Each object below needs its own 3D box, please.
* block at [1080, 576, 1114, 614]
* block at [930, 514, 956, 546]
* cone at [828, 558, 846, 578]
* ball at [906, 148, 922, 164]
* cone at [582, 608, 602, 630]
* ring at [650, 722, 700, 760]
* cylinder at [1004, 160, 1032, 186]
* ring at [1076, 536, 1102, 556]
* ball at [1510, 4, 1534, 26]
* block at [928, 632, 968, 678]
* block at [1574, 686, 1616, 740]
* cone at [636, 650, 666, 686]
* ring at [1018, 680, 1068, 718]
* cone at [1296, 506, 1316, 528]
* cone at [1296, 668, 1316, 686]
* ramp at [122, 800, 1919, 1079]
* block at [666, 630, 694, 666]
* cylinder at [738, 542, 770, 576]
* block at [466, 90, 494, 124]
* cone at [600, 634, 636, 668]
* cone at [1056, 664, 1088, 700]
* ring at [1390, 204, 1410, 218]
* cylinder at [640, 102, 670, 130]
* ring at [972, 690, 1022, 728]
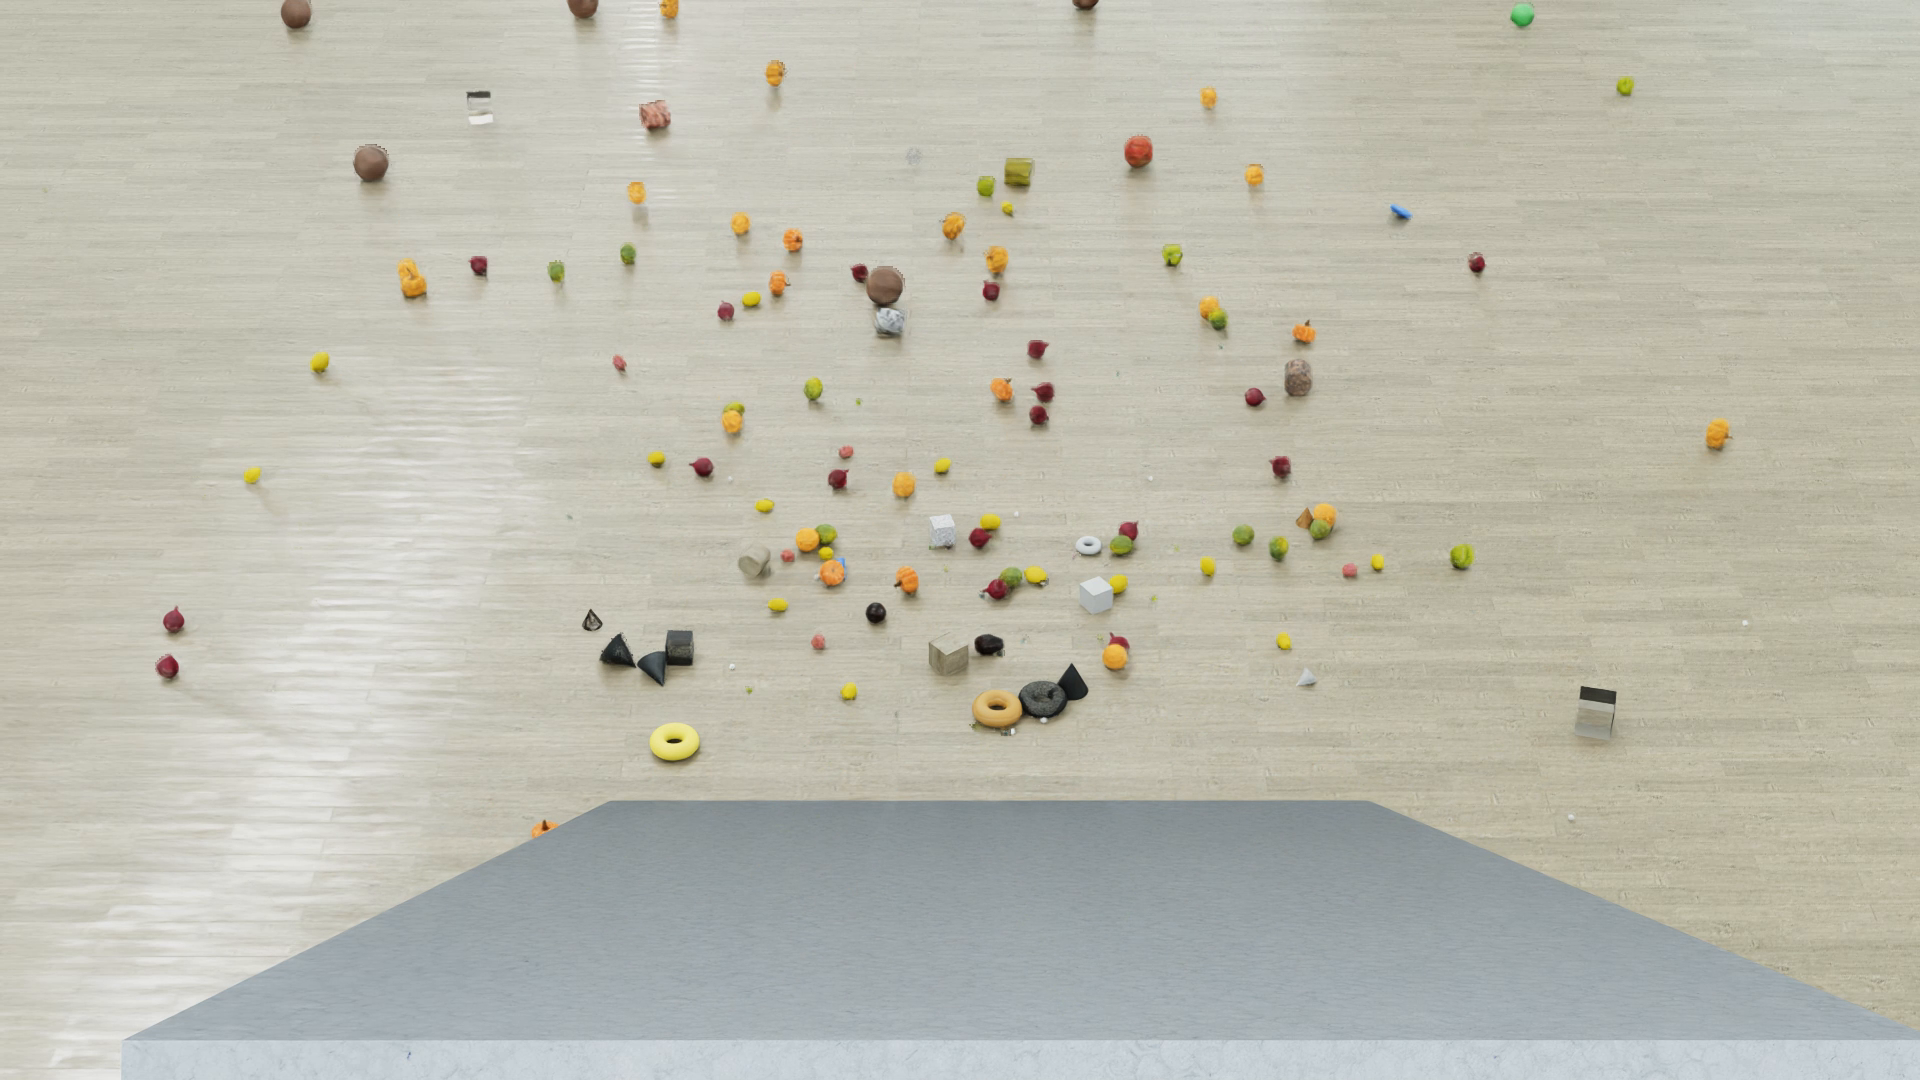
[{"bbox_3d":[0.401,0.164,7.665,0.071,0.071,0.071,-20,40,-26],"label":"block"},{"bbox_3d":[-0.054,-0.030,7.942,0.065,0.065,0.065,-9,36,-12],"label":"block"},{"bbox_3d":[-0.359,0.093,7.802,0.060,0.060,0.060,-17,65,-22],"label":"cone"},{"bbox_3d":[-0.177,-1.473,9.977,0.058,0.058,0.058,0,35,0],"label":"ball"},{"bbox_3d":[-1.077,0.223,7.591,0.061,0.061,0.061,0,35,0],"label":"cone"},{"bbox_3d":[-0.784,0.554,7.139,0.137,0.046,0.137,1,35,-1],"label":"ring"},{"bbox_3d":[0.220,-1.389,9.827,0.092,0.092,0.092,5,36,7],"label":"cylinder"},{"bbox_3d":[0.392,0.017,7.910,0.081,0.027,0.081,-1,34,0],"label":"ring"},{"bbox_3d":[2.381,-2.222,10.998,0.096,0.096,0.096,0,35,0],"label":"ball"},{"bbox_3d":[-0.033,0.326,7.428,0.081,0.081,0.081,-25,43,-31],"label":"block"},{"bbox_3d":[1.760,0.479,7.198,0.098,0.098,0.098,9,36,12],"label":"block"},{"bbox_3d":[-0.860,0.379,7.389,0.092,0.092,0.092,-16,65,-21],"label":"cone"},{"bbox_3d":[0.232,0.447,7.289,0.139,0.046,0.139,0,37,0],"label":"ring"},{"bbox_3d":[1.069,-0.078,8.012,0.062,0.062,0.062,0,35,0],"label":"cone"},{"bbox_3d":[0.975,0.398,7.376,0.054,0.054,0.054,-37,44,-4],"label":"cone"},{"bbox_3d":[0.078,0.669,4.853,2.000,0.100,4.000,0,-2,0],"label":"ramp"},{"bbox_3d":[-0.805,0.310,7.459,0.072,0.072,0.072,1,35,1],"label":"block"},{"bbox_3d":[-0.617,0.059,7.810,0.074,0.074,0.074,13,37,17],"label":"cylinder"},{"bbox_3d":[-1.894,-1.706,10.248,0.091,0.091,0.091,-6,66,-8],"label":"block"},{"bbox_3d":[-0.965,0.336,7.447,0.097,0.097,0.097,38,44,5],"label":"cone"},{"bbox_3d":[0.315,0.384,7.332,0.098,0.098,0.098,0,35,0],"label":"cone"},{"bbox_3d":[1.630,-1.218,9.616,0.084,0.028,0.084,27,7,-4],"label":"ring"},{"bbox_3d":[-1.197,-1.668,10.220,0.091,0.091,0.091,-17,39,-20],"label":"cylinder"},{"bbox_3d":[0.104,0.470,7.255,0.142,0.047,0.142,1,35,-1],"label":"ring"}]
